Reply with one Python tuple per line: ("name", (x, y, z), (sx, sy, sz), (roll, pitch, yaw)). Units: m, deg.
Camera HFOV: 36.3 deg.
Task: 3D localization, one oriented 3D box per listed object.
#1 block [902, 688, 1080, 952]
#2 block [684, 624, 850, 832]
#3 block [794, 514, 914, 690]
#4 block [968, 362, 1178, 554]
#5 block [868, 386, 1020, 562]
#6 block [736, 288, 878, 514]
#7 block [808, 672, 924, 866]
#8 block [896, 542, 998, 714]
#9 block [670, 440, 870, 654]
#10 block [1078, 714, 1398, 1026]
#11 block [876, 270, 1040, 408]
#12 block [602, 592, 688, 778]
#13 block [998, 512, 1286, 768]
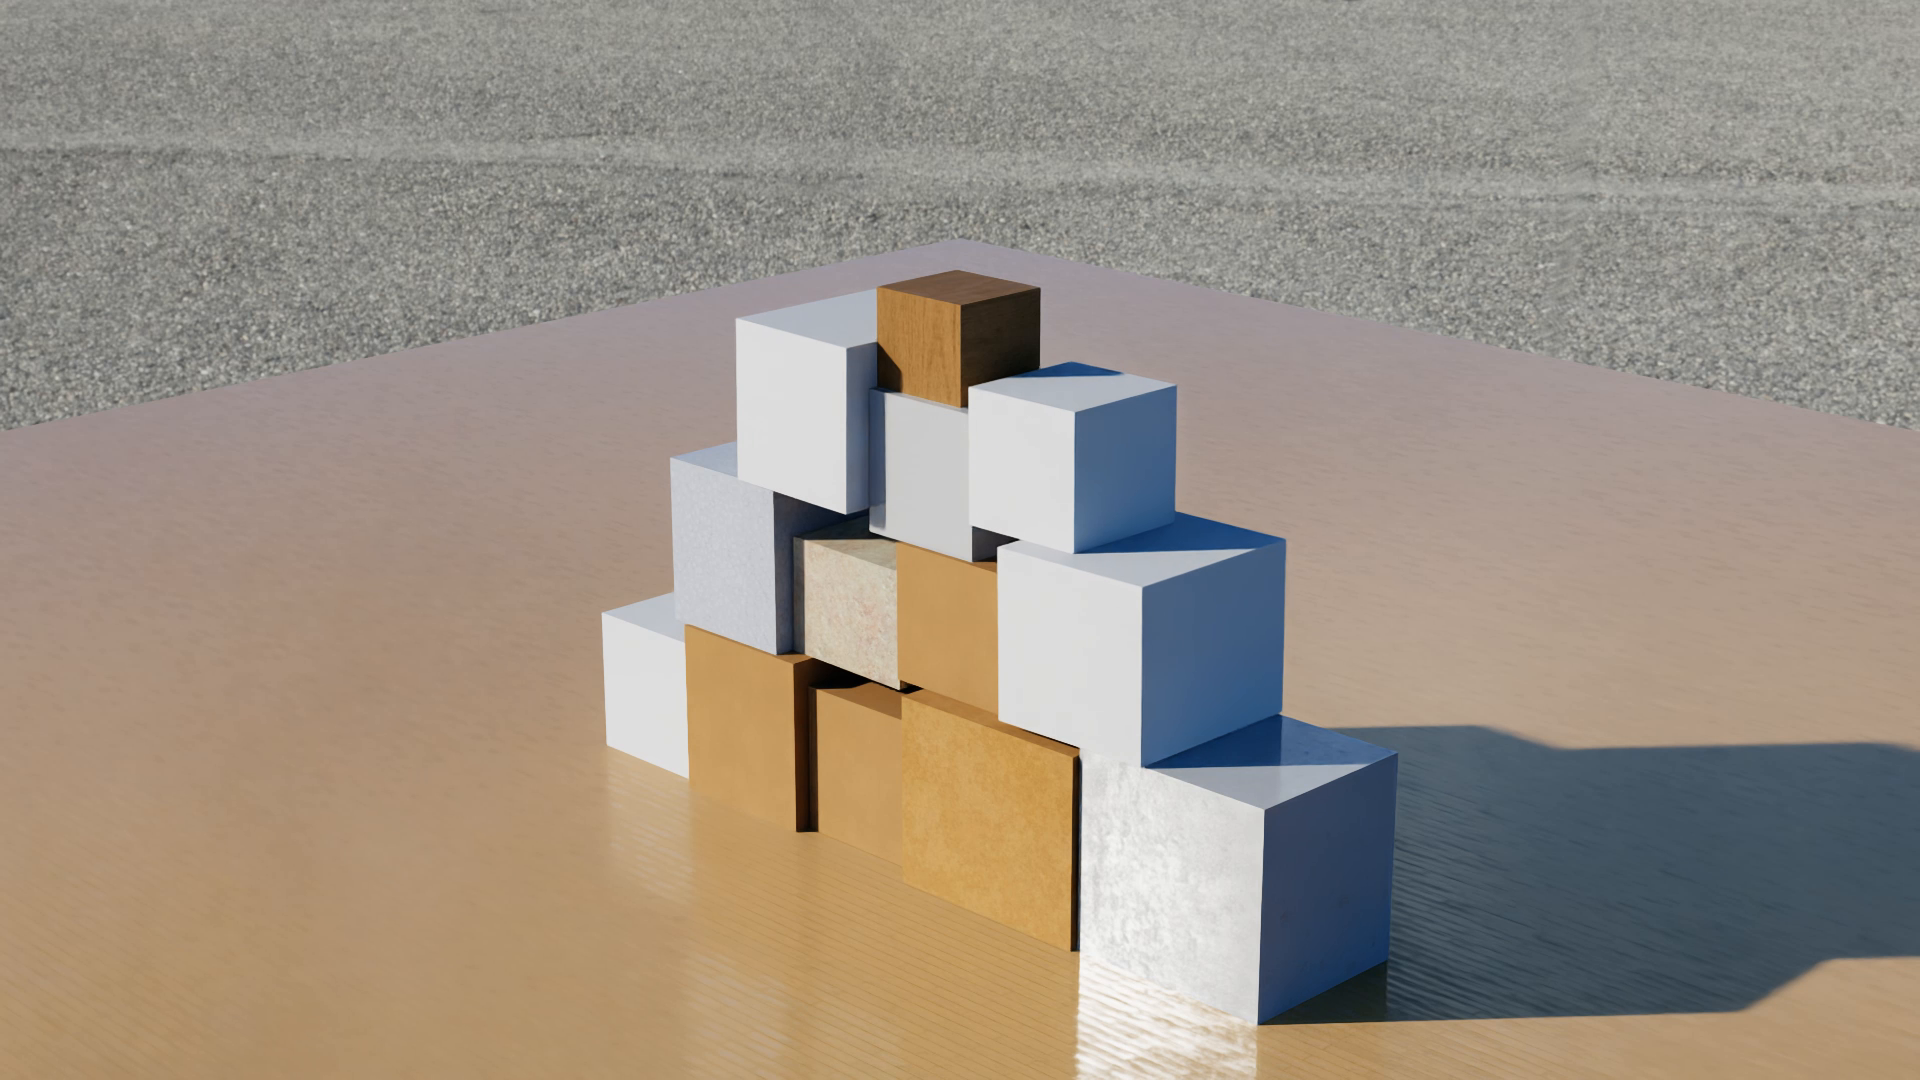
("block", (0.451, 1.137, 13.222), (0.970, 0.902, 1.043), (-17, 24, -42))
("block", (-0.750, 0.809, 14.354), (0.867, 0.850, 0.787), (-17, 24, -42))
("block", (-0.289, 0.262, 13.747), (0.672, 0.565, 0.718), (-17, 25, -42))
("block", (0.487, -0.367, 12.701), (0.649, 0.618, 0.621), (-17, 23, -42))
("block", (0.032, -0.352, 13.175), (0.596, 0.667, 0.653), (-17, 24, -42))
("block", (-0.458, -0.658, 13.603), (0.879, 0.771, 0.741), (-17, 25, -42))
("block", (-0.181, 1.029, 13.867), (0.758, 0.722, 0.747), (-17, 24, -42))
("block", (0.222, 0.331, 13.198), (0.668, 0.650, 0.764), (-17, 24, -42))
("block", (-0.838, -0.013, 14.188), (0.813, 0.817, 0.741), (-17, 24, -42))
("block", (1.175, 1.335, 12.509), (0.882, 0.953, 1.006), (-17, 24, -42))
("block", (-0.006, -0.902, 13.051), (0.502, 0.457, 0.526), (-17, 24, -42))
("block", (-1.281, 0.706, 14.907), (0.756, 0.715, 0.733), (-17, 24, -42))
("block", (0.782, 0.389, 12.622), (0.928, 0.785, 0.821), (-17, 23, -42))
